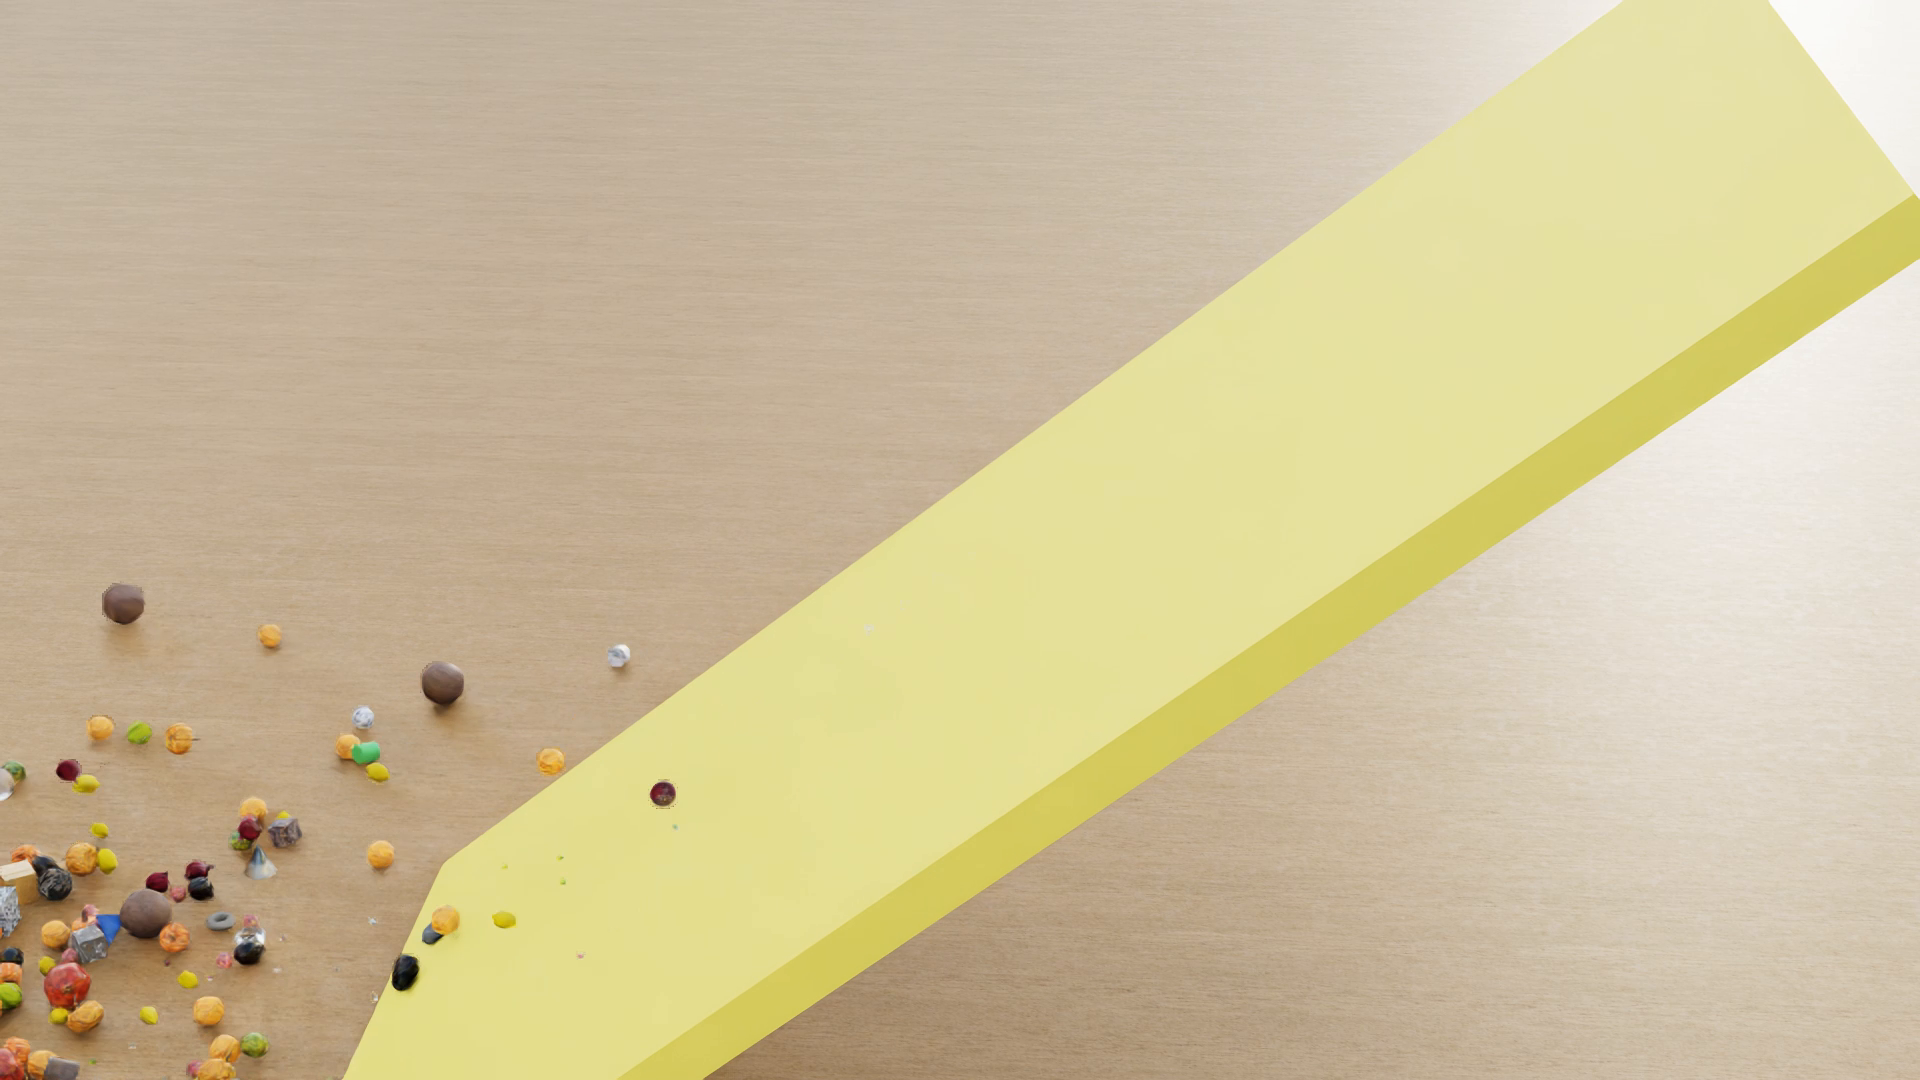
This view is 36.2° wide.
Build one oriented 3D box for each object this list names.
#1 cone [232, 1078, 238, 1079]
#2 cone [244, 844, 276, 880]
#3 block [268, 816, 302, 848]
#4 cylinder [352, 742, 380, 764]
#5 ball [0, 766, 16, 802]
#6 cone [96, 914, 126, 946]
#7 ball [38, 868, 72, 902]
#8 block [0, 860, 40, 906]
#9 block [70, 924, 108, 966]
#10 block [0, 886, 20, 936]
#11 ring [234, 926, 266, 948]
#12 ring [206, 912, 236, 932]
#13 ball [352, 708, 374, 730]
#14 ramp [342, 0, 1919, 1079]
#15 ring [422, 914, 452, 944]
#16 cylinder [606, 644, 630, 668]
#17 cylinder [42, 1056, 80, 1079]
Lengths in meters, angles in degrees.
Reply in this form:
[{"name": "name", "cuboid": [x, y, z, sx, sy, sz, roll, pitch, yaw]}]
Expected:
[{"name": "cone", "cuboid": [-1.717, 1.310, 6.862, 0.087, 0.087, 0.087, 13, 12, 28]}, {"name": "cone", "cuboid": [-1.894, 0.859, 7.949, 0.087, 0.087, 0.087, 0, 24, 0]}, {"name": "block", "cuboid": [-1.856, 0.803, 8.090, 0.059, 0.059, 0.059, -9, 17, 18]}, {"name": "cylinder", "cuboid": [-1.721, 0.617, 8.526, 0.057, 0.057, 0.057, -10, 24, -44]}, {"name": "ball", "cuboid": [-2.724, 0.690, 8.316, 0.099, 0.099, 0.099, 0, 24, 0]}, {"name": "cone", "cuboid": [-2.204, 1.016, 7.628, 0.077, 0.077, 0.077, -2, -19, -1]}, {"name": "ball", "cuboid": [-2.405, 0.915, 7.815, 0.090, 0.090, 0.090, 0, 24, 0]}, {"name": "block", "cuboid": [-2.507, 0.914, 7.827, 0.082, 0.082, 0.082, -14, 27, -29]}, {"name": "block", "cuboid": [-2.239, 1.041, 7.561, 0.065, 0.065, 0.065, -17, 28, -33]}, {"name": "block", "cuboid": [-2.523, 0.969, 7.684, 0.096, 0.096, 0.096, 0, 24, 3]}, {"name": "ring", "cuboid": [-1.840, 1.031, 7.629, 0.083, 0.028, 0.083, -1, 24, 1]}, {"name": "ring", "cuboid": [-1.935, 0.999, 7.706, 0.075, 0.025, 0.075, -1, 24, 1]}, {"name": "ball", "cuboid": [-1.770, 0.529, 8.725, 0.066, 0.066, 0.066, 0, 24, 0]}, {"name": "ramp", "cuboid": [0.121, 0.185, 6.340, 4.000, 0.100, 2.000, -36, 16, 18]}, {"name": "ring", "cuboid": [-1.305, 0.970, 7.332, 0.091, 0.030, 0.091, -36, 16, 12]}, {"name": "cylinder", "cuboid": [-1.055, 0.358, 9.101, 0.060, 0.060, 0.060, 3, 10, 8]}, {"name": "cylinder", "cuboid": [-2.140, 1.272, 7.001, 0.073, 0.073, 0.073, 16, 21, -12]}]
